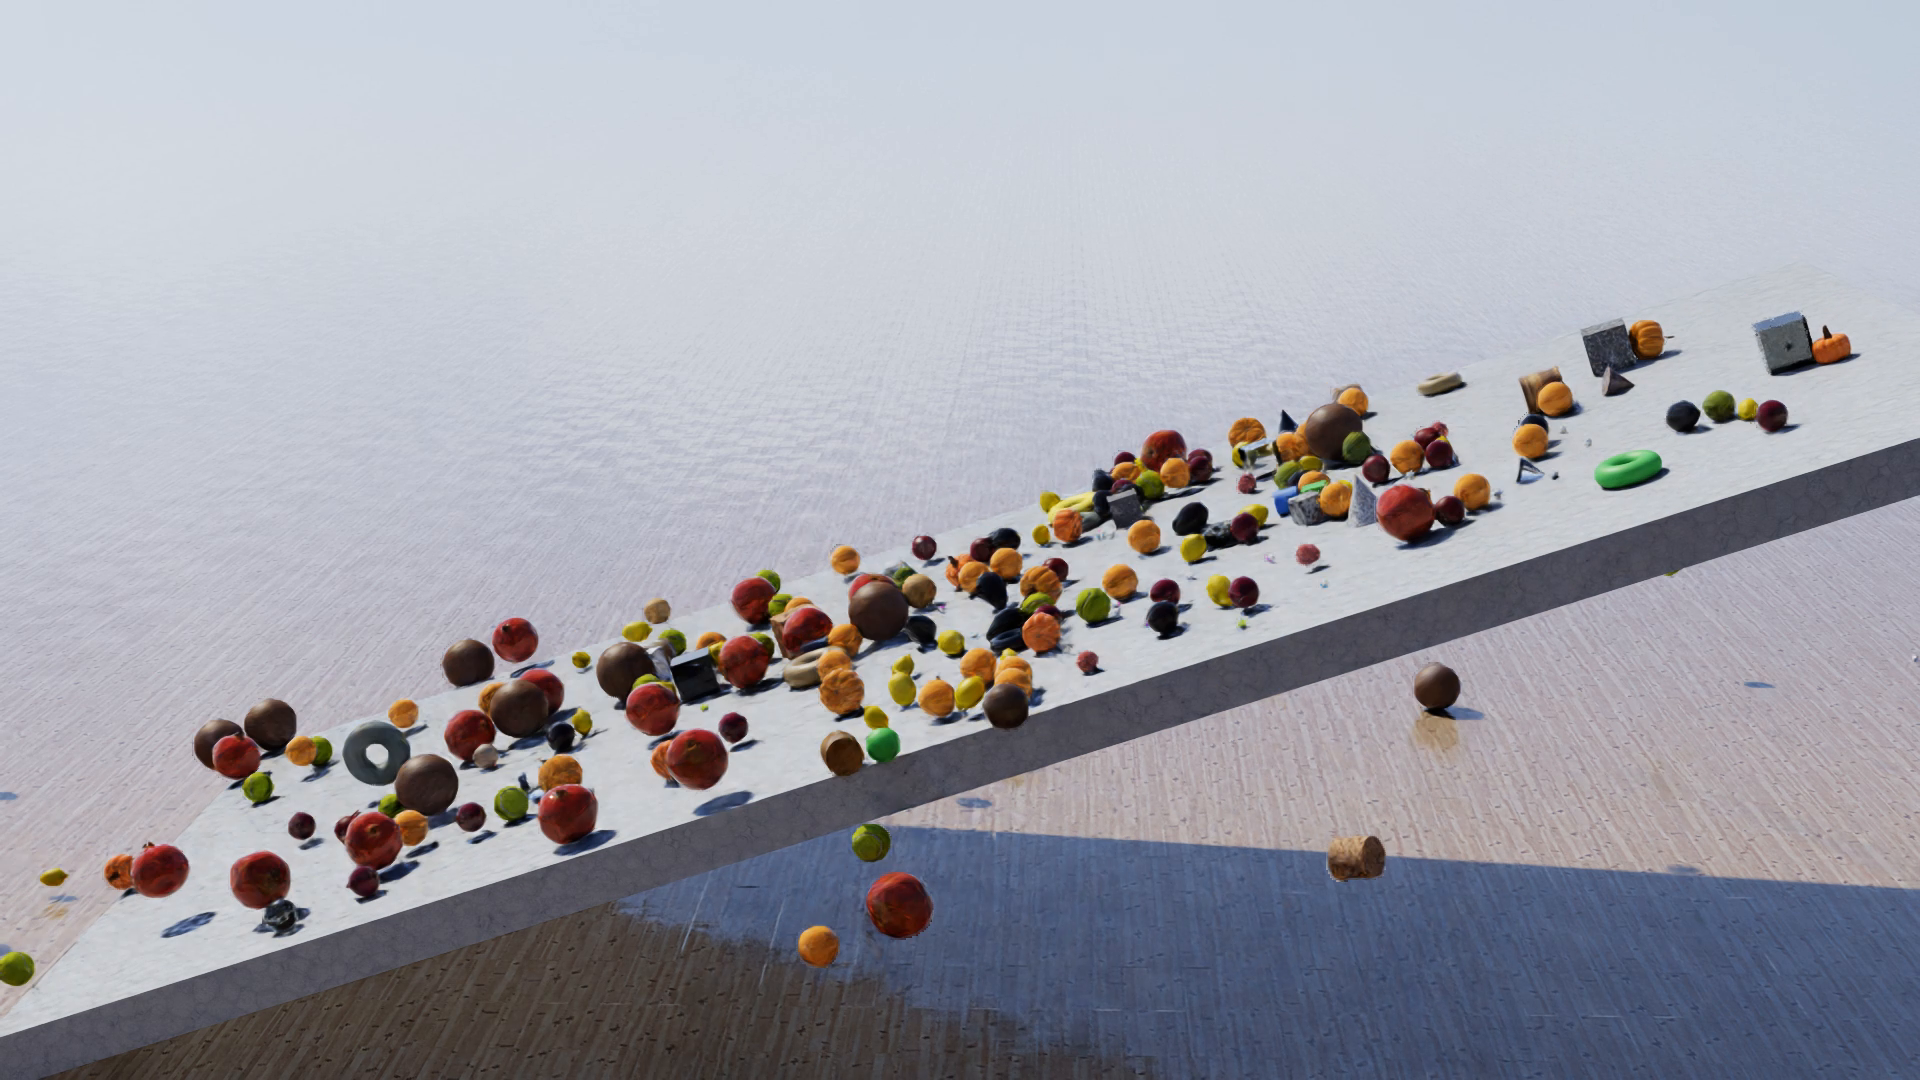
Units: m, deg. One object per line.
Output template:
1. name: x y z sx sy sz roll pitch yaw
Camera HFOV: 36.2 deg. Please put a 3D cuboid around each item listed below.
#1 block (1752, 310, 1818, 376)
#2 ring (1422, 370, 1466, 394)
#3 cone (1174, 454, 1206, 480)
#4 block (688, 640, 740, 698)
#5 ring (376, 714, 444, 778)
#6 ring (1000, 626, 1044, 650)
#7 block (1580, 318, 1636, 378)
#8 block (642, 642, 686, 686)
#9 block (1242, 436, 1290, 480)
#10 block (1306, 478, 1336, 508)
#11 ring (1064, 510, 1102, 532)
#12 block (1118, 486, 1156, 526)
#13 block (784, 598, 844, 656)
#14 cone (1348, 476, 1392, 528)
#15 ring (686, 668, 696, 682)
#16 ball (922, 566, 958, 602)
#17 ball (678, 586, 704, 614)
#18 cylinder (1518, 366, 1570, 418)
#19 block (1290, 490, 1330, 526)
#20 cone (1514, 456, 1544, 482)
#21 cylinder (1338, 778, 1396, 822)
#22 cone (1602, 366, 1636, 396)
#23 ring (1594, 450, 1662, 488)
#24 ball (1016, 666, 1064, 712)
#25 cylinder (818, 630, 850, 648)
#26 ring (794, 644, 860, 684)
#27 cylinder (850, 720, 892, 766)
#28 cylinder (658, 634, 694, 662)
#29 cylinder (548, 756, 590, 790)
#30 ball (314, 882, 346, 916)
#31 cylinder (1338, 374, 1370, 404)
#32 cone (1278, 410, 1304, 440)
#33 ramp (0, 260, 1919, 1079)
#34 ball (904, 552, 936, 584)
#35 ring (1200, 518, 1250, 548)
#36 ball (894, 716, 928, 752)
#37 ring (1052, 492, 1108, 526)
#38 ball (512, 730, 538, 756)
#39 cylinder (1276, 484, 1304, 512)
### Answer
1. block: 1.685 -0.402 6.011 0.096 0.096 0.096 -17 11 10
2. ring: 1.146 -0.373 6.960 0.105 0.035 0.105 -18 10 3
3. cone: 0.550 -0.165 6.938 0.067 0.067 0.067 17 18 24
4. block: -0.534 0.281 6.392 0.086 0.086 0.086 -19 11 0
5. ring: -1.204 0.451 6.434 0.149 0.149 0.050 -1 21 -5
6. ring: 0.123 0.195 5.851 0.094 0.031 0.094 -17 9 3
7. block: 1.447 -0.431 6.567 0.096 0.096 0.096 -16 11 12
8. block: -0.673 0.280 6.678 0.070 0.070 0.070 -18 11 6
9. block: 0.696 -0.187 6.686 0.072 0.072 0.072 -20 11 -7
10. block: 0.756 -0.092 6.163 0.051 0.051 0.051 -17 11 11
11. ring: 0.284 -0.043 6.779 0.092 0.031 0.092 -17 12 4
12. block: 0.399 -0.077 6.657 0.066 0.066 0.066 -18 11 3
13. block: -0.317 0.192 6.455 0.092 0.092 0.092 -22 11 -18
14. cone: 0.811 -0.087 5.918 0.096 0.096 0.096 -18 11 4
15. ring: -0.569 0.290 6.560 0.093 0.031 0.093 -18 11 4
16. ball: -0.044 0.098 6.493 0.077 0.077 0.077 0 12 0
17. ball: -0.674 0.150 7.352 0.066 0.066 0.066 0 12 0
18. cylinder: 1.260 -0.319 6.348 0.087 0.087 0.087 -17 10 8
19. block: 0.723 -0.067 6.078 0.055 0.055 0.055 -22 11 -17
20. cone: 1.128 -0.134 5.803 0.055 0.055 0.055 15 12 0
21. cylinder: 0.705 0.450 5.090 0.071 0.071 0.071 -10 3 38
22. cone: 1.419 -0.337 6.318 0.065 0.065 0.065 8 12 -1
23. ring: 1.257 -0.133 5.535 0.128 0.043 0.128 -18 12 4
24. ball: 0.144 0.268 5.301 0.084 0.084 0.084 0 12 0
25. cylinder: -0.268 0.228 6.282 0.057 0.057 0.057 -17 10 7
26. ring: -0.278 0.260 6.162 0.148 0.049 0.148 -18 12 4
27. cylinder: -0.162 0.370 5.349 0.070 0.070 0.070 -2 8 -10
28. cylinder: -0.660 0.256 6.798 0.062 0.062 0.062 12 31 44
29. cylinder: -0.789 0.469 5.941 0.060 0.060 0.060 -15 2 34
30. ball: -1.193 0.680 5.573 0.062 0.062 0.062 0 12 0
31. cylinder: 0.971 -0.372 7.238 0.058 0.058 0.058 -19 16 -12
32. cone: 0.781 -0.284 7.044 0.067 0.067 0.067 -18 11 4
33. ramp: 0.104 0.181 6.307 4.000 0.100 2.000 -18 11 6
34. ball: -0.091 0.065 6.759 0.073 0.073 0.073 0 12 0
35. ring: 0.555 -0.014 6.154 0.109 0.036 0.109 -17 12 4
36. ball: -0.089 0.352 5.331 0.063 0.063 0.063 0 12 0
37. ring: 0.280 -0.072 6.891 0.137 0.046 0.137 -20 13 5
38. ball: -0.943 0.440 6.379 0.054 0.054 0.054 0 12 0
39. cylinder: 0.704 -0.088 6.229 0.052 0.052 0.052 -16 8 16
